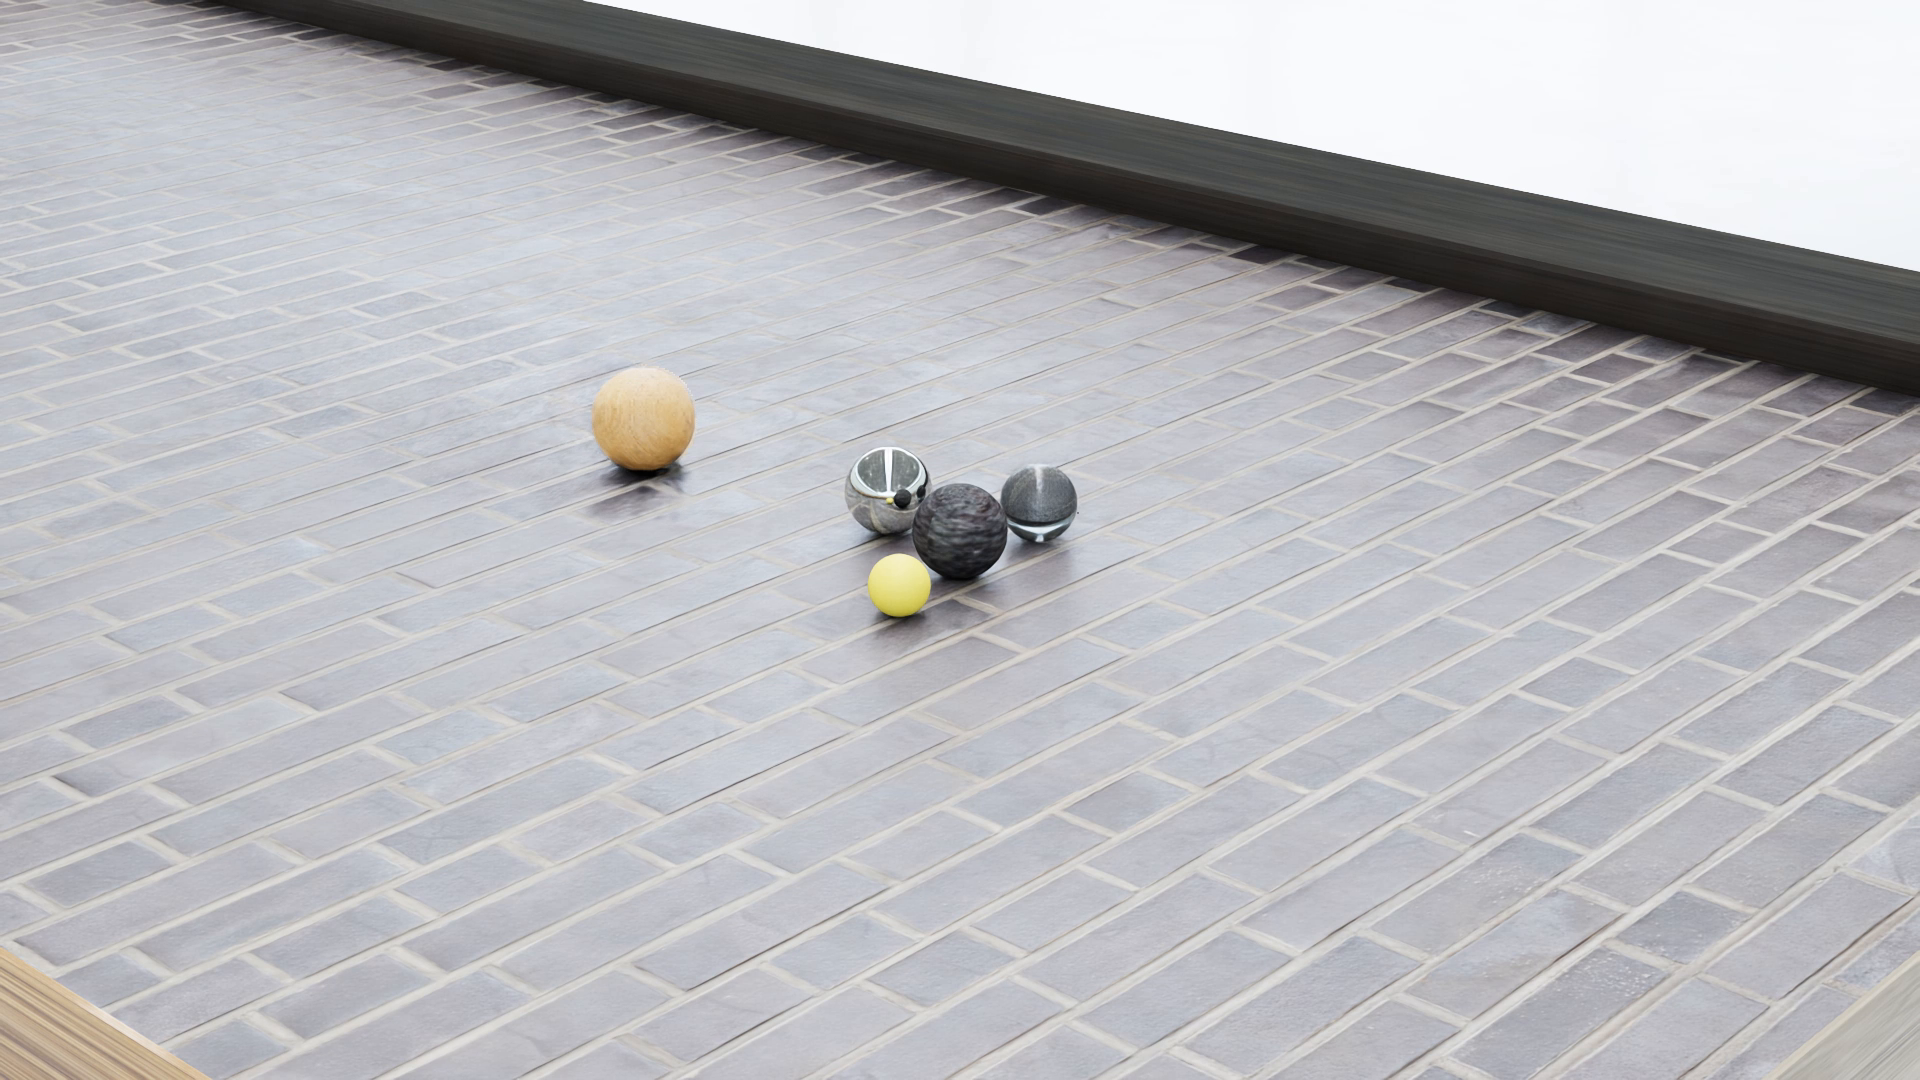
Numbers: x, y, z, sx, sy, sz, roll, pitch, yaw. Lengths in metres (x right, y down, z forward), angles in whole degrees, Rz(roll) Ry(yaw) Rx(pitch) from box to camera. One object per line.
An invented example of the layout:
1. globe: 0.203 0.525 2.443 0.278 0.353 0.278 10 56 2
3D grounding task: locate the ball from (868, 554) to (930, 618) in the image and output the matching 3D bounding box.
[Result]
1. ball: -0.051 0.039 2.493 0.054 0.054 0.054 0 22 0

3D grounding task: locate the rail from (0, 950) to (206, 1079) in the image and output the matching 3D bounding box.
1. rail: -1.425 -0.005 2.496 4.043 0.130 0.045 19 28 39

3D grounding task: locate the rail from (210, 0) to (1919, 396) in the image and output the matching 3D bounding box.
1. rail: -0.068 -0.553 3.878 4.043 0.130 0.045 19 28 39

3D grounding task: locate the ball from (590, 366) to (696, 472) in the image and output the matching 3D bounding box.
1. ball: -0.304 -0.116 2.820 0.100 0.100 0.100 0 22 0

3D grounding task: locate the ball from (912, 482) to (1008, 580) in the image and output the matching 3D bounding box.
1. ball: 0.000 -0.008 2.569 0.084 0.084 0.084 0 22 0

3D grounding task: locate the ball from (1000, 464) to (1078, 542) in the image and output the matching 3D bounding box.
1. ball: 0.071 -0.034 2.651 0.071 0.071 0.071 0 22 0

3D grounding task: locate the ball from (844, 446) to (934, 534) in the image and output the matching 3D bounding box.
1. ball: -0.065 -0.045 2.666 0.081 0.081 0.081 0 22 0

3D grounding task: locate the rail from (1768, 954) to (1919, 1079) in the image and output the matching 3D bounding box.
1. rail: 0.729 0.218 1.935 0.045 0.130 2.060 19 28 39
